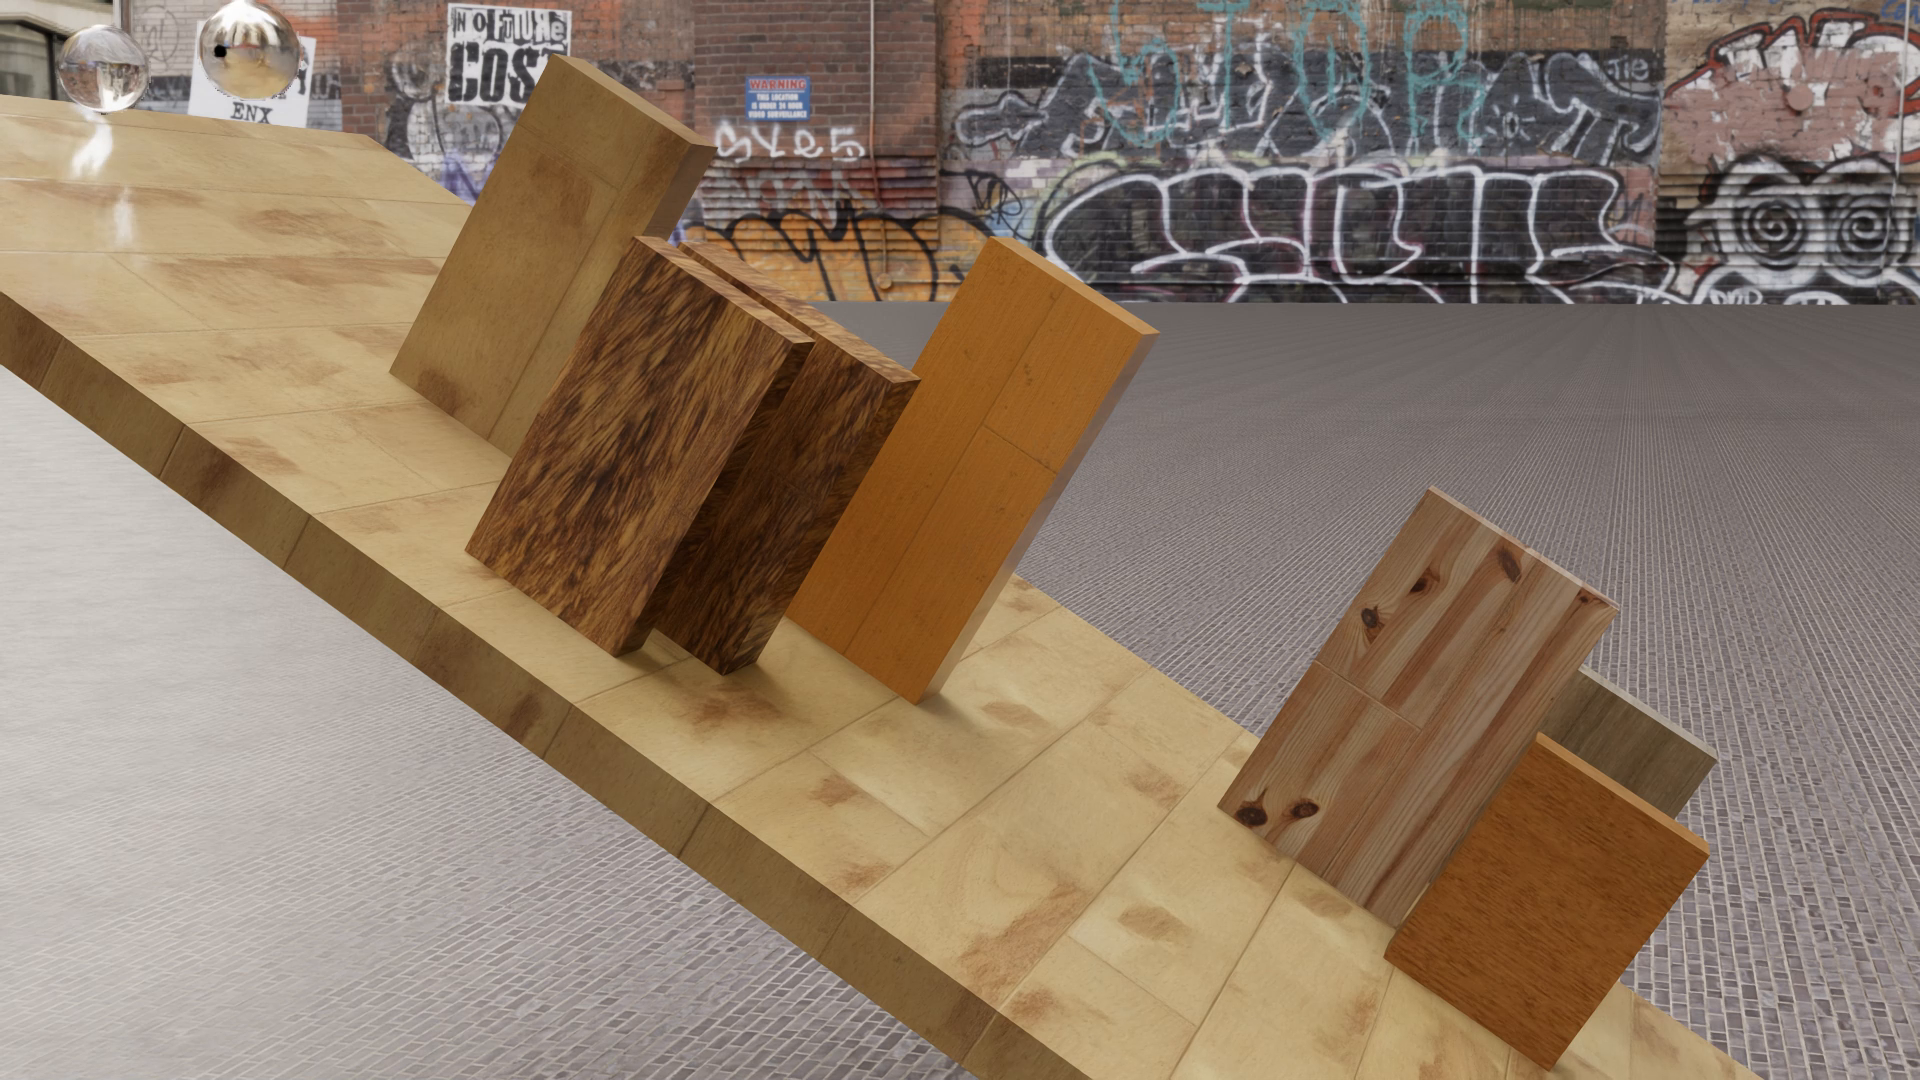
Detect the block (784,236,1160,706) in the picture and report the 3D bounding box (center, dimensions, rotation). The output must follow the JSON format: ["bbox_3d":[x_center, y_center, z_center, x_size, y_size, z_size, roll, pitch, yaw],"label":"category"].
[{"bbox_3d":[0.007,-0.122,3.933,0.319,0.781,0.145,34,15,11],"label":"block"}]

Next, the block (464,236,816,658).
[{"bbox_3d":[-0.500,-0.143,3.410,0.303,0.575,0.095,34,15,11],"label":"block"}]

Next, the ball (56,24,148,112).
[{"bbox_3d":[-1.718,-0.946,4.410,0.172,0.172,0.172,0,7,0],"label":"ball"}]

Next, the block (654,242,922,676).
[{"bbox_3d":[-0.396,-0.136,3.612,0.422,0.564,0.142,34,15,11],"label":"block"}]

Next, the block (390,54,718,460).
[{"bbox_3d":[-0.734,-0.500,3.946,0.306,0.658,0.117,34,15,11],"label":"block"}]

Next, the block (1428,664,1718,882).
[{"bbox_3d":[1.231,0.548,4.615,0.443,0.554,0.104,34,15,11],"label":"block"}]

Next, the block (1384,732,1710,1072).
[{"bbox_3d":[1.070,0.662,4.032,0.357,0.500,0.096,34,15,11],"label":"block"}]

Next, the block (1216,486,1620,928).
[{"bbox_3d":[0.876,0.324,4.250,0.415,0.754,0.084,34,15,11],"label":"block"}]

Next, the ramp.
[{"bbox_3d":[-0.155,0.257,4.113,4.000,0.100,2.000,34,15,11],"label":"ramp"}]

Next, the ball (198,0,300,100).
[{"bbox_3d":[-1.497,-1.033,4.636,0.204,0.204,0.204,0,7,0],"label":"ball"}]
